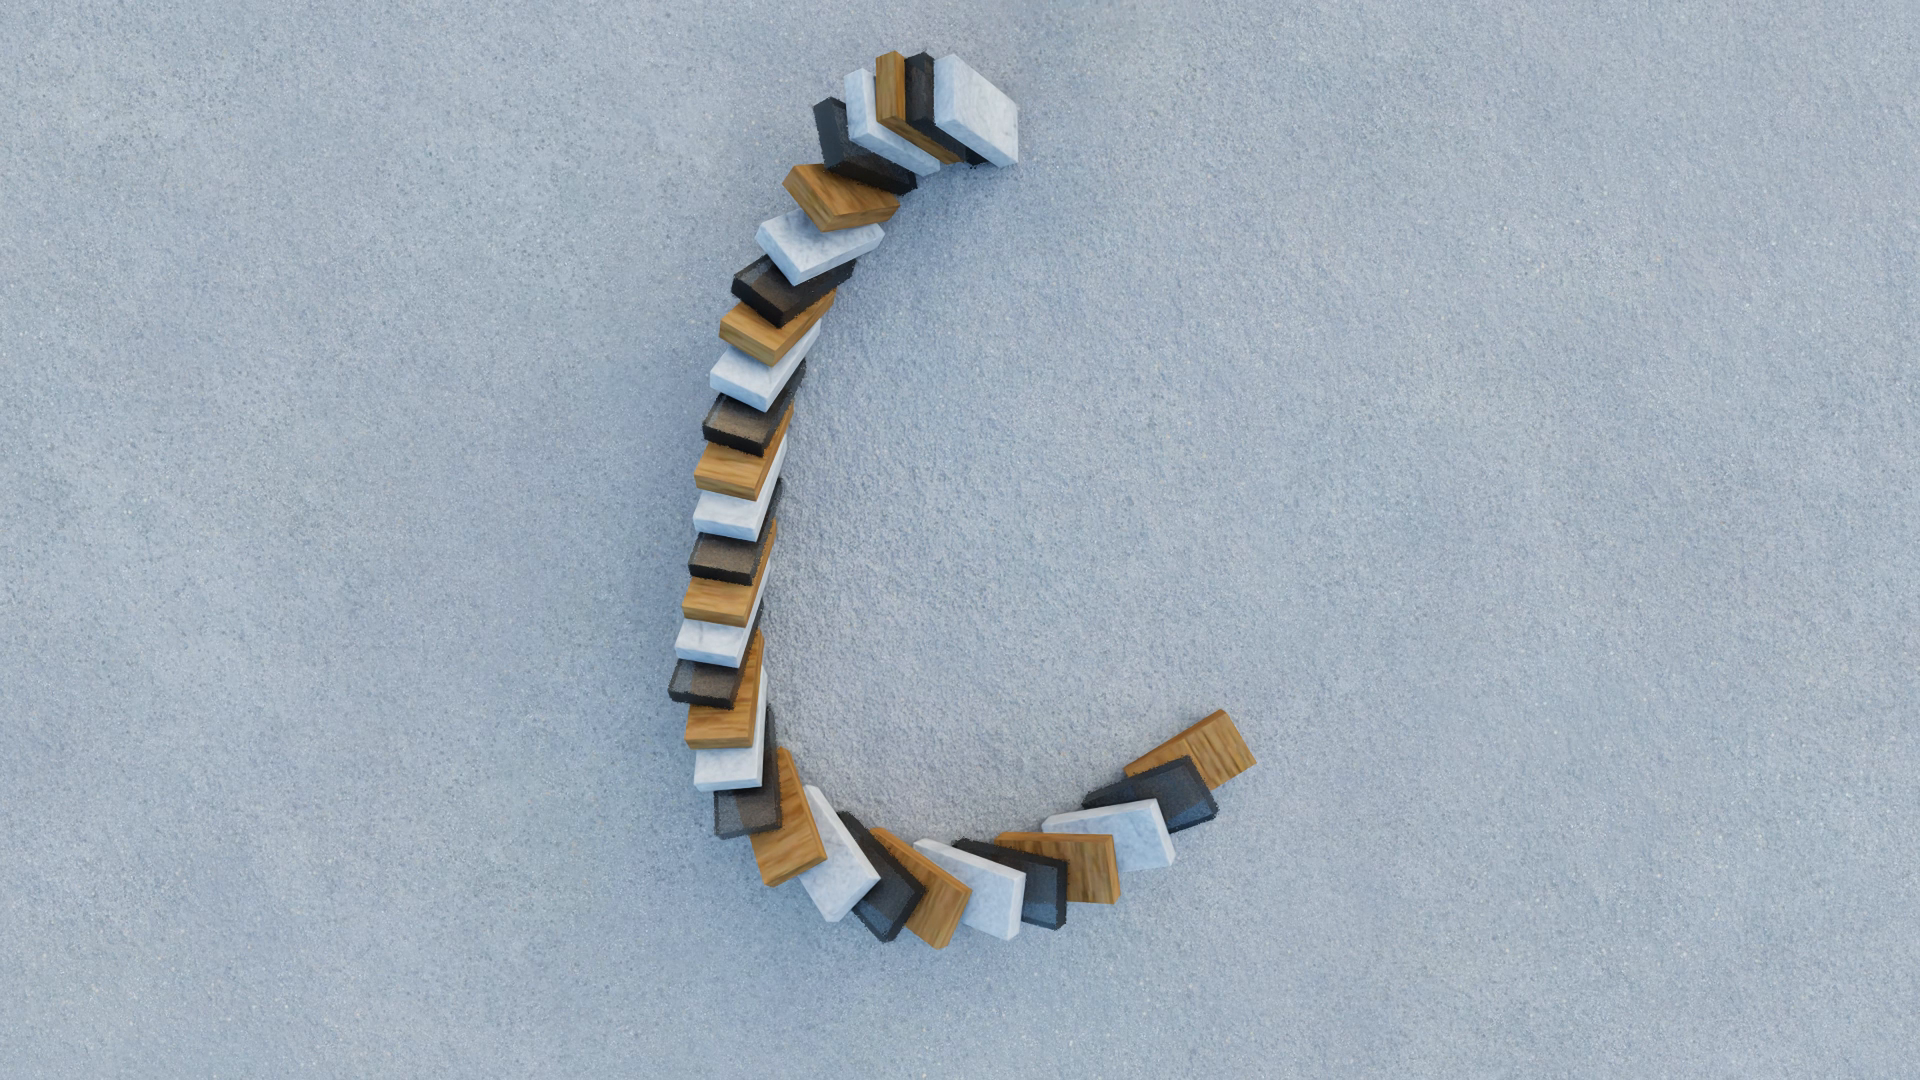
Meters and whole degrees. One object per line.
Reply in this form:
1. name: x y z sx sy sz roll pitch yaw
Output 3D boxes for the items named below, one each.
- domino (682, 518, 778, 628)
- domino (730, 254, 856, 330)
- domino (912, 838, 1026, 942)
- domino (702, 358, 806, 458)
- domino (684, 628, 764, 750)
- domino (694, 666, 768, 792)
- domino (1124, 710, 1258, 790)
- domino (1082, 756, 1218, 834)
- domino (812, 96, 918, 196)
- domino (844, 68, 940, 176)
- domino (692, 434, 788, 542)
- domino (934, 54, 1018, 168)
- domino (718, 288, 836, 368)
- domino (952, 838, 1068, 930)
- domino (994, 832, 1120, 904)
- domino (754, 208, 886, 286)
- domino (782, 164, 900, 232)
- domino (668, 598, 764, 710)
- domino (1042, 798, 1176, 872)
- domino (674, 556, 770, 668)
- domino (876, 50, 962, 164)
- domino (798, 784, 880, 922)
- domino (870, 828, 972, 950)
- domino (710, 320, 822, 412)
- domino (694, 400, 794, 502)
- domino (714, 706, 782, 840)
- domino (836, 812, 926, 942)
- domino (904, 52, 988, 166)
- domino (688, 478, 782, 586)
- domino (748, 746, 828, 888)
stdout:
1. domino: -0.095 0.011 0.381 0.025 0.009 0.050 9 54 0
2. domino: -0.068 -0.110 0.380 0.025 0.009 0.050 38 52 3
3. domino: 0.002 0.145 0.382 0.050 0.009 0.025 8 92 32
4. domino: -0.085 -0.059 0.382 0.025 0.010 0.050 18 56 1
5. domino: -0.097 0.061 0.381 0.025 0.010 0.050 -3 53 0
6. domino: -0.095 0.078 0.382 0.025 0.009 0.050 -5 55 0
7. domino: 0.099 0.097 0.395 0.050 0.010 0.025 -31 90 0
8. domino: 0.079 0.112 0.385 0.050 0.009 0.025 -30 90 26
9. domino: -0.038 -0.161 0.376 0.009 0.050 0.025 -12 90 33
10. domino: -0.027 -0.170 0.376 0.010 0.050 0.025 -5 90 33
11. domino: -0.091 -0.025 0.382 0.025 0.009 0.050 10 56 0
12. domino: 0.007 -0.175 0.376 0.010 0.050 0.025 -1 90 33
13. domino: -0.075 -0.095 0.380 0.025 0.009 0.050 30 51 1
14. domino: 0.020 0.143 0.383 0.050 0.009 0.025 1 90 32
15. domino: 0.040 0.137 0.384 0.050 0.009 0.025 -8 90 27
16. domino: -0.057 -0.126 0.381 0.025 0.009 0.050 51 53 0
17. domino: -0.048 -0.142 0.377 0.025 0.050 0.010 51 126 0
18. domino: -0.101 0.044 0.381 0.025 0.009 0.050 8 54 2
19. domino: 0.062 0.126 0.384 0.050 0.009 0.025 -19 91 28
20. domino: -0.098 0.027 0.381 0.025 0.010 0.050 9 54 1
21. domino: -0.015 -0.176 0.376 0.009 0.050 0.025 -1 90 33
22. domino: -0.058 0.130 0.382 0.025 0.009 0.050 -46 58 2
23. domino: -0.022 0.145 0.383 0.050 0.010 0.025 24 90 31
24. domino: -0.081 -0.078 0.382 0.025 0.010 0.050 25 57 0
25. domino: -0.089 -0.041 0.382 0.025 0.009 0.050 13 56 2
26. domino: -0.090 0.097 0.383 0.025 0.009 0.050 -12 60 0
27. domino: -0.040 0.140 0.382 0.050 0.010 0.025 34 93 33
28. domino: -0.004 -0.176 0.376 0.010 0.050 0.025 -1 90 33
29. domino: -0.093 -0.006 0.382 0.025 0.009 0.050 10 55 0
30. domino: -0.076 0.115 0.383 0.025 0.010 0.050 -28 60 0
